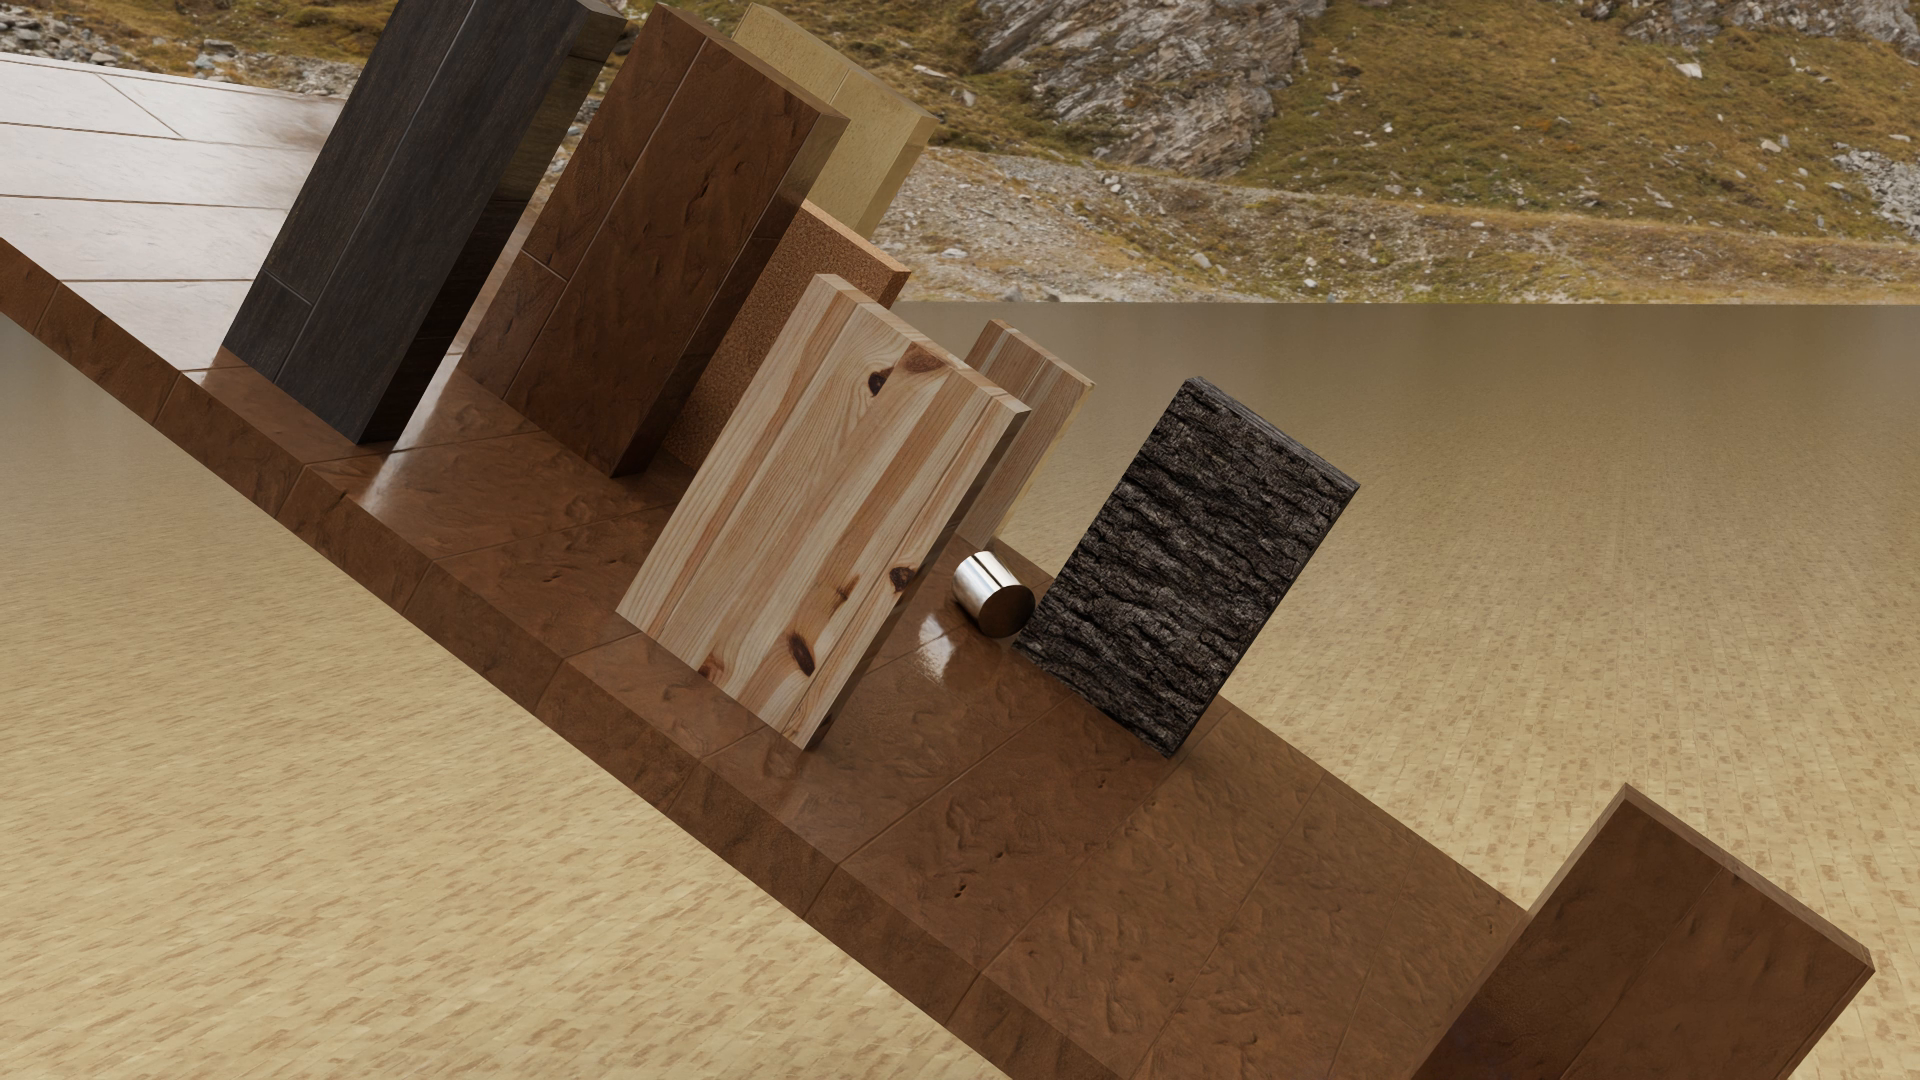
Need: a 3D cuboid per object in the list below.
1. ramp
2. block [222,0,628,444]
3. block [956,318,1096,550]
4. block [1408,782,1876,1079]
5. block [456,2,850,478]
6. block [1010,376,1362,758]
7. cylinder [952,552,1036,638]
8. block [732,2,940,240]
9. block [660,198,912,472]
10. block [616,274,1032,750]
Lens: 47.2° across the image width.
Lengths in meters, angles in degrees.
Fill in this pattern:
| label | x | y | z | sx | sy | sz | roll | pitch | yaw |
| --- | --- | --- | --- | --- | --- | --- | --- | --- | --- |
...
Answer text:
| label | x | y | z | sx | sy | sz | roll | pitch | yaw |
| --- | --- | --- | --- | --- | --- | --- | --- | --- | --- |
| ramp | -0.132 | 0.222 | 4.102 | 4.000 | 0.100 | 2.000 | 35 | 15 | 10 |
| block | -0.840 | -0.553 | 3.427 | 0.285 | 0.775 | 0.125 | 35 | 15 | 10 |
| block | 0.070 | -0.234 | 4.897 | 0.264 | 0.441 | 0.086 | 35 | 15 | 10 |
| block | 1.071 | 0.758 | 3.494 | 0.443 | 0.588 | 0.117 | 35 | 15 | 10 |
| block | -0.557 | -0.531 | 3.960 | 0.364 | 0.759 | 0.146 | 35 | 15 | 10 |
| block | 0.444 | 0.053 | 4.355 | 0.384 | 0.642 | 0.150 | 35 | 15 | 10 |
| cylinder | 0.066 | 0.110 | 4.414 | 0.127 | 0.127 | 0.127 | -4 | 32 | -28 |
| block | -0.435 | -0.678 | 4.649 | 0.439 | 0.768 | 0.127 | 35 | 15 | 10 |
| block | -0.370 | -0.371 | 4.245 | 0.306 | 0.545 | 0.100 | 35 | 15 | 10 |
| block | -0.215 | -0.042 | 3.368 | 0.372 | 0.623 | 0.089 | 35 | 15 | 10 |
